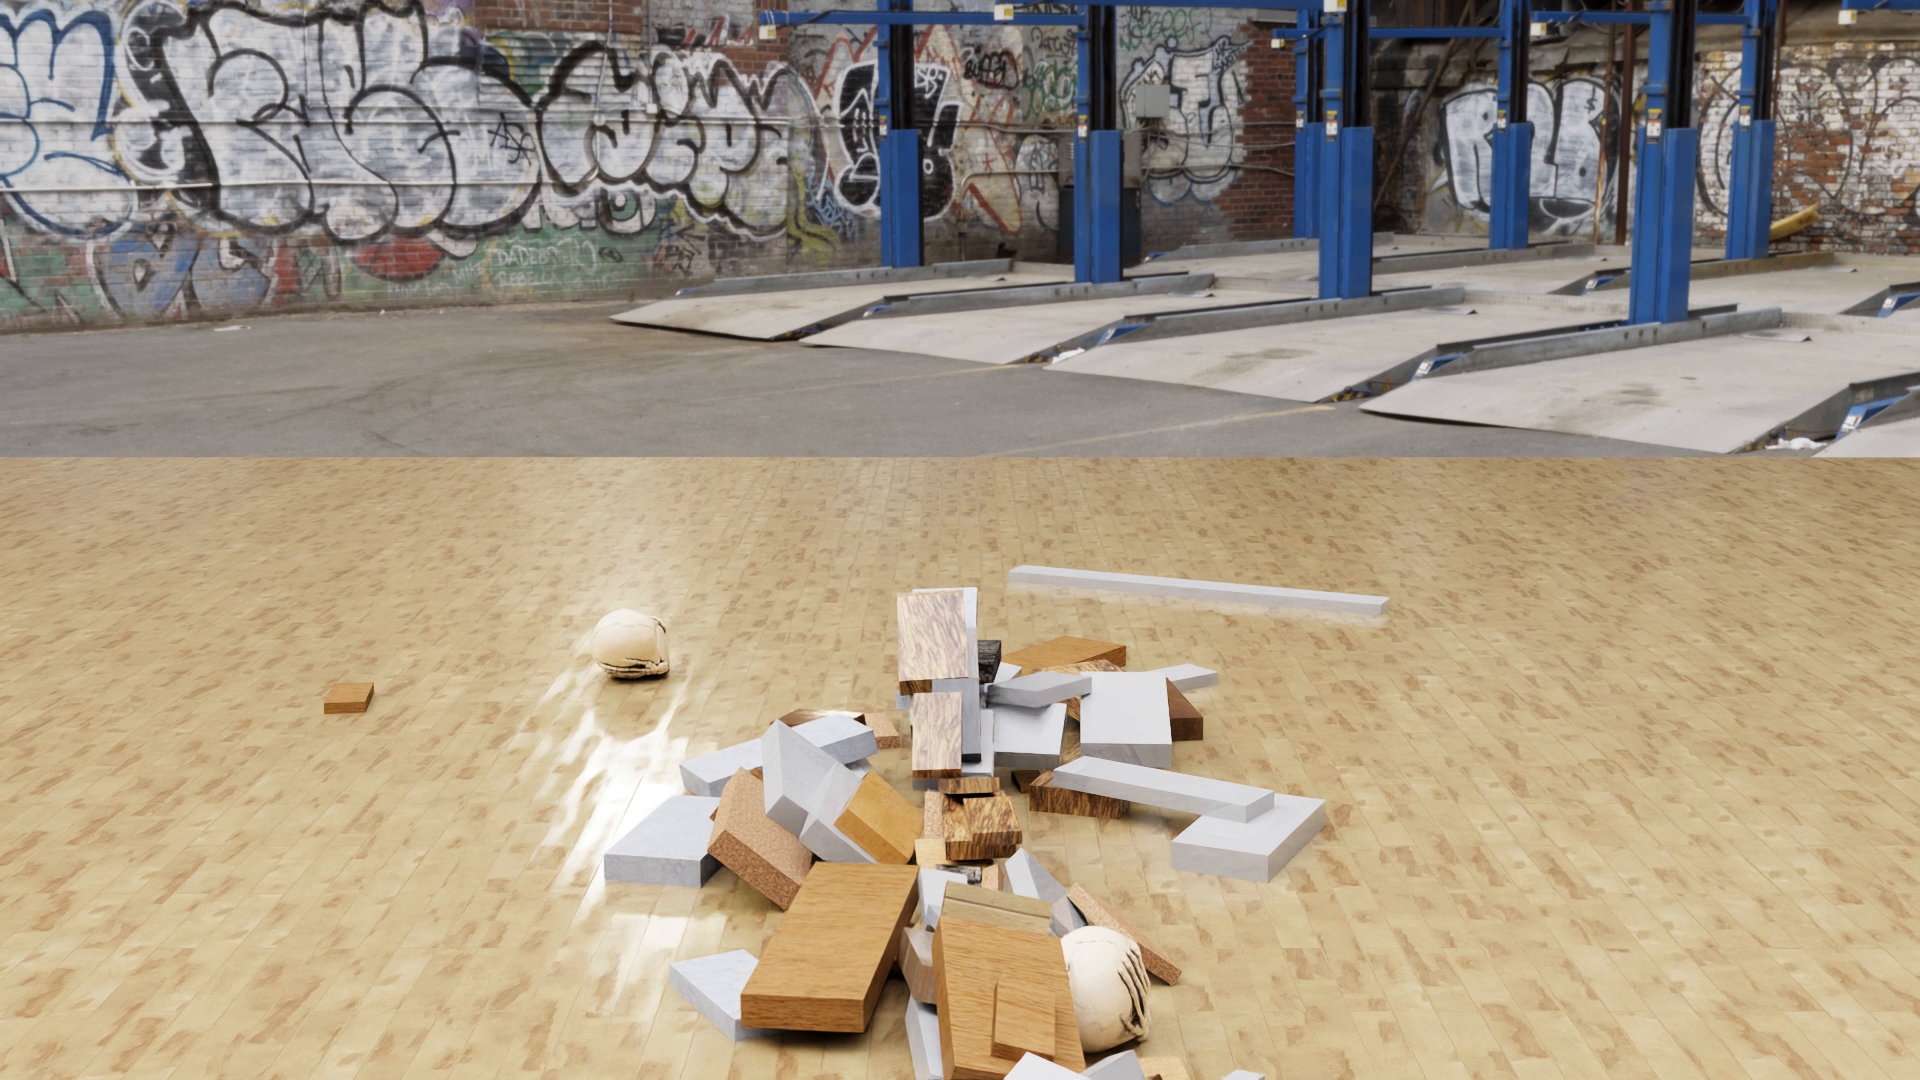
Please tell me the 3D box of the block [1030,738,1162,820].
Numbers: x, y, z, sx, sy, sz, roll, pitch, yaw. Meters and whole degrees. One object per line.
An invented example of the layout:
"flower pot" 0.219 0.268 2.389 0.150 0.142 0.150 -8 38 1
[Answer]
"block" 0.267 0.457 4.248 0.174 0.049 0.347 3 11 18

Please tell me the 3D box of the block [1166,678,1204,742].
"block" 0.399 0.365 4.748 0.174 0.049 0.347 -1 11 -7

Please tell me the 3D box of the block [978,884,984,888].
"block" 0.069 0.569 3.240 0.134 0.038 0.288 41 -5 4

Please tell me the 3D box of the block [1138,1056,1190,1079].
"block" 0.265 0.723 2.896 0.076 0.021 0.151 -1 11 -5

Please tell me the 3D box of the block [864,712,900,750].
"block" -0.188 0.401 4.615 0.093 0.026 0.186 -2 11 -11

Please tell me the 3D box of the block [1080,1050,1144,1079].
"block" 0.137 0.718 2.577 0.041 0.145 0.291 -27 -8 38

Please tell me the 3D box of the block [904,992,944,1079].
"block" 0.026 0.680 2.889 0.170 0.048 0.339 13 5 -6

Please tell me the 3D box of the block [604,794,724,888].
"block" -0.483 0.527 3.874 0.172 0.049 0.344 2 11 12

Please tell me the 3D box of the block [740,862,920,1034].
"block" -0.183 0.597 3.280 0.172 0.049 0.531 1 12 7

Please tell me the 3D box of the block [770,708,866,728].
"block" -0.298 0.385 4.610 0.186 0.026 0.093 0 16 39

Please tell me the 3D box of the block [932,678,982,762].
"block" -0.007 0.326 3.988 0.086 0.024 0.172 -3 48 1

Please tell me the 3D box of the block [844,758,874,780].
"block" -0.238 0.463 4.242 0.142 0.040 0.284 -2 11 -12

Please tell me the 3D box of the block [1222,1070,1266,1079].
"block" 0.275 0.727 2.557 0.038 0.134 0.267 2 10 37

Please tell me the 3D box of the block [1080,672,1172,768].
"block" 0.327 0.354 4.384 0.174 0.049 0.348 1 20 3

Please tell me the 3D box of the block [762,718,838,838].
"block" -0.270 0.448 3.927 0.170 0.048 0.339 37 10 -16

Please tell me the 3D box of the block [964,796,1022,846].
"block" 0.053 0.465 3.638 0.081 0.023 0.161 -3 14 -5

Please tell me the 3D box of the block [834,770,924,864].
"block" -0.133 0.480 3.758 0.134 0.038 0.268 40 10 -1

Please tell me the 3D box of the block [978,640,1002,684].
"block" 0.005 0.243 4.414 0.142 0.040 0.345 -1 5 4

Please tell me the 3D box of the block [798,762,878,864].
"block" -0.176 0.497 3.775 0.170 0.048 0.339 39 10 -5

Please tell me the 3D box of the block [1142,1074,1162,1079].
"block" 0.173 0.730 2.544 0.038 0.134 0.267 -28 -9 37

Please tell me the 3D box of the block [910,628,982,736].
"block" -0.029 0.266 4.115 0.128 0.036 0.266 -3 38 1

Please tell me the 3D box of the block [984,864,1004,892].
"block" 0.066 0.579 3.499 0.023 0.081 0.161 -24 9 5

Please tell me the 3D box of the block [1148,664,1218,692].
"block" 0.481 0.321 5.036 0.205 0.029 0.103 -8 13 -35

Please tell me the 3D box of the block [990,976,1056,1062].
"block" 0.080 0.604 2.760 0.076 0.021 0.151 14 21 -2

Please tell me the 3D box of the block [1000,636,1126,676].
"block" 0.187 0.299 5.103 0.174 0.049 0.459 8 13 36

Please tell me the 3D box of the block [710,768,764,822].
"block" -0.363 0.486 3.930 0.113 0.032 0.225 41 16 1

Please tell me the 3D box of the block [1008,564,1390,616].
"block" 0.642 0.135 6.040 1.066 0.029 0.103 5 12 24

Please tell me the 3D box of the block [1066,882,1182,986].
"block" 0.250 0.604 3.387 0.091 0.026 0.275 35 -1 -19

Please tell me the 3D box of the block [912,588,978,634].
"block" -0.032 0.189 4.276 0.128 0.036 0.256 -2 38 3

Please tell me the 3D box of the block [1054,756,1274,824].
"block" 0.371 0.456 4.035 0.400 0.032 0.112 7 13 34

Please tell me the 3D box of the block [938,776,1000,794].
"block" 0.014 0.423 3.805 0.086 0.024 0.179 -2 -5 -7

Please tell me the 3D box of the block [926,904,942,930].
"block" 0.015 0.576 3.177 0.076 0.021 0.366 13 -1 -9

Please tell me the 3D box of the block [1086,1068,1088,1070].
"block" 0.195 0.720 2.850 0.076 0.021 0.151 -18 12 -2
